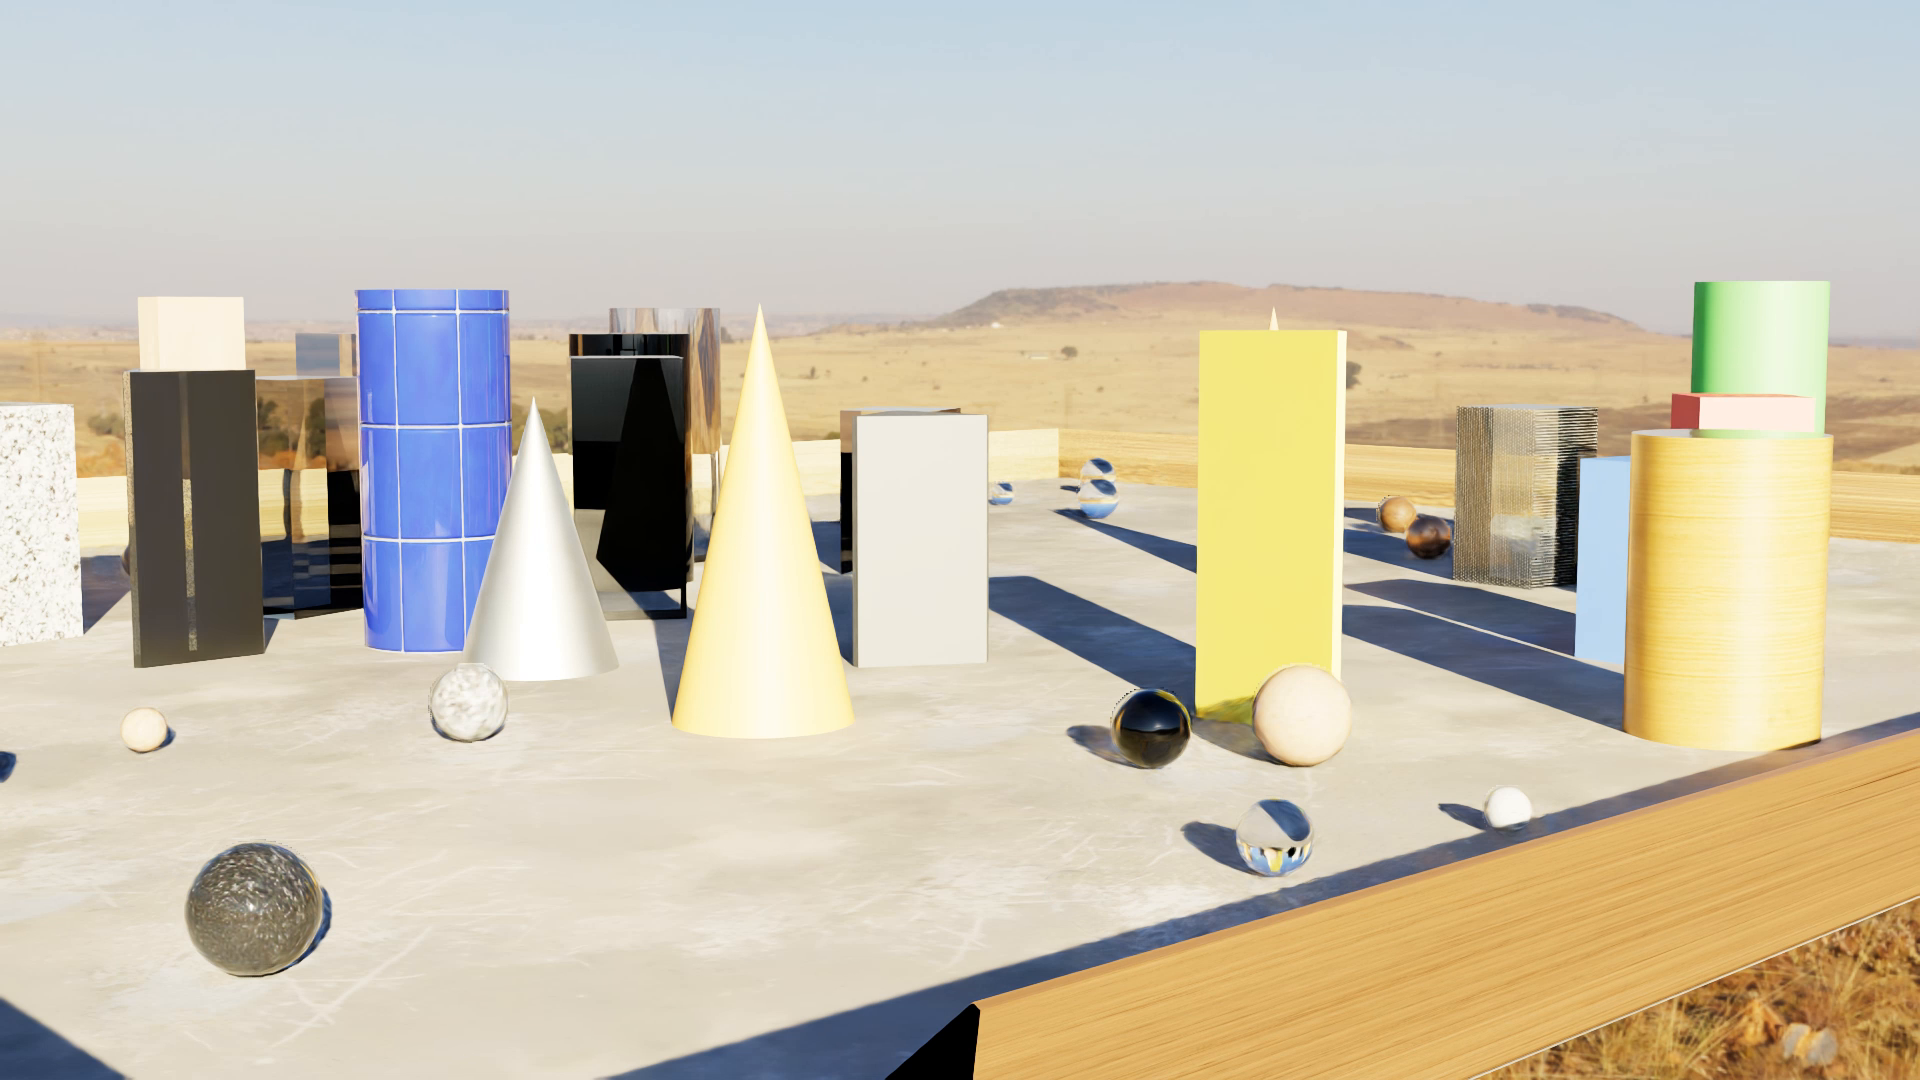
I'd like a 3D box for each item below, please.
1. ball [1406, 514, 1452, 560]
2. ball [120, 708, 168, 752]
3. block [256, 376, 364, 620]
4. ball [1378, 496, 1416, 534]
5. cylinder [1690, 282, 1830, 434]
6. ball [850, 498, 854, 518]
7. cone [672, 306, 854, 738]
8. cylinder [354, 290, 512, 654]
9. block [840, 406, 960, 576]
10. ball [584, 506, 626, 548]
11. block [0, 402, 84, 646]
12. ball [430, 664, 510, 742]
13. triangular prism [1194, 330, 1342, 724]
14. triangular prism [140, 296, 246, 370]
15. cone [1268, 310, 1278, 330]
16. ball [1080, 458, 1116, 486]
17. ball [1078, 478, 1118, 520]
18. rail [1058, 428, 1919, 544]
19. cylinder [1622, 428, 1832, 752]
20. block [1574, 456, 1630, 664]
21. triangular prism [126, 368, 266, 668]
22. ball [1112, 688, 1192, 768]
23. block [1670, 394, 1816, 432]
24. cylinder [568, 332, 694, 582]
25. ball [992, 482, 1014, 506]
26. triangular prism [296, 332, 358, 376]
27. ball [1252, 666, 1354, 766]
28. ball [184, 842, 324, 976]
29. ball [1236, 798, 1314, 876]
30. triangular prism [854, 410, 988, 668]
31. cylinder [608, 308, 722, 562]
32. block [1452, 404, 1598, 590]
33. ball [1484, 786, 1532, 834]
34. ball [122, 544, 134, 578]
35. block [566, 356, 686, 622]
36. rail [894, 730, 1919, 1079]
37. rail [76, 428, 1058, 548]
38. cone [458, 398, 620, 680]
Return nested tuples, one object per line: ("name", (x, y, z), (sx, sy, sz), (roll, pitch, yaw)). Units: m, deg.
("ball", (0.841, -0.005, 3.948), (0.081, 0.081, 0.081), (0, 6, 0))
("ball", (-0.827, 0.192, 2.228), (0.045, 0.045, 0.045), (0, 6, 0))
("block", (-0.995, -0.068, 3.269), (0.160, 0.347, 0.160), (3, 7, 28))
("ball", (0.879, -0.050, 4.414), (0.075, 0.075, 0.075), (0, 6, 0))
("cylinder", (1.253, -0.160, 3.462), (0.200, 0.490, 0.200), (0, 6, 0))
("ball", (-0.177, -0.066, 4.481), (0.092, 0.092, 0.092), (0, 6, 0))
("cone", (-0.214, -0.029, 2.376), (0.200, 0.454, 0.200), (0, 6, 0))
("cylinder", (-0.700, -0.097, 2.942), (0.200, 0.472, 0.200), (0, 6, 0))
("block", (-0.100, -0.085, 3.764), (0.160, 0.278, 0.160), (2, 6, 19))
("ball", (-0.669, -0.024, 4.141), (0.079, 0.079, 0.079), (0, 6, 0))
("block", (-1.318, -0.025, 2.991), (0.160, 0.318, 0.160), (4, 7, 35))
("ball", (-0.508, 0.169, 2.281), (0.080, 0.080, 0.080), (0, 6, 0))
("triangular prism", (0.373, -0.017, 2.408), (0.173, 0.423, 0.150), (5, 7, 37))
("triangular prism", (-1.270, -0.172, 3.686), (0.150, 0.467, 0.173), (-4, 7, -31))
("cone", (0.516, -0.159, 3.637), (0.200, 0.453, 0.200), (0, 6, 0))
("ball", (0.336, -0.155, 5.356), (0.089, 0.089, 0.089), (0, 6, 0))
("ball", (0.297, -0.089, 4.721), (0.088, 0.088, 0.088), (0, 6, 0))
("rail", (1.417, -0.102, 4.632), (0.045, 0.130, 3.449), (-5, 8, -42))
("cylinder", (0.806, 0.047, 2.315), (0.200, 0.317, 0.200), (0, 6, 0))
("block", (0.906, 0.025, 2.810), (0.160, 0.257, 0.160), (-4, 7, -36))
("triangular prism", (-1.021, -0.035, 2.844), (0.150, 0.370, 0.173), (6, 8, 45))
("ball", (0.187, 0.184, 2.148), (0.077, 0.077, 0.077), (0, 6, 0))
("block", (1.139, -0.050, 3.221), (0.160, 0.322, 0.160), (0, 6, 4))
("cylinder", (-0.542, -0.136, 3.630), (0.200, 0.408, 0.200), (0, 6, 0))
("ball", (0.099, -0.106, 5.053), (0.054, 0.054, 0.054), (0, 6, 0))
("triangular prism", (-1.091, -0.174, 4.009), (0.173, 0.405, 0.150), (6, 8, 43))
("ball", (0.336, 0.172, 2.159), (0.099, 0.099, 0.099), (0, 6, 0))
("ball", (-0.475, 0.248, 1.479), (0.089, 0.089, 0.089), (0, 6, 0))
("ball", (0.249, 0.235, 1.737), (0.062, 0.062, 0.062), (0, 6, 0))
("triangular prism", (-0.066, -0.006, 2.835), (0.173, 0.314, 0.150), (-1, 6, -14))
("cylinder", (-0.529, -0.191, 3.959), (0.200, 0.450, 0.200), (0, 6, 0))
("block", (0.929, -0.075, 3.618), (0.160, 0.289, 0.160), (-4, 7, -37))
("ball", (0.468, 0.231, 1.880), (0.040, 0.040, 0.040), (0, 6, 0))
("ball", (-1.334, 0.033, 3.592), (0.068, 0.068, 0.068), (0, 6, 0))
("block", (-0.491, -0.080, 3.235), (0.160, 0.378, 0.160), (-1, 6, -12))
("rail", (1.153, 0.163, 2.088), (3.903, 0.130, 0.045), (-5, 8, -42))
("rail", (-1.153, -0.096, 4.575), (3.903, 0.130, 0.045), (-5, 8, -42))
("cone", (-0.528, -0.009, 2.741), (0.200, 0.340, 0.200), (0, 6, 0))
